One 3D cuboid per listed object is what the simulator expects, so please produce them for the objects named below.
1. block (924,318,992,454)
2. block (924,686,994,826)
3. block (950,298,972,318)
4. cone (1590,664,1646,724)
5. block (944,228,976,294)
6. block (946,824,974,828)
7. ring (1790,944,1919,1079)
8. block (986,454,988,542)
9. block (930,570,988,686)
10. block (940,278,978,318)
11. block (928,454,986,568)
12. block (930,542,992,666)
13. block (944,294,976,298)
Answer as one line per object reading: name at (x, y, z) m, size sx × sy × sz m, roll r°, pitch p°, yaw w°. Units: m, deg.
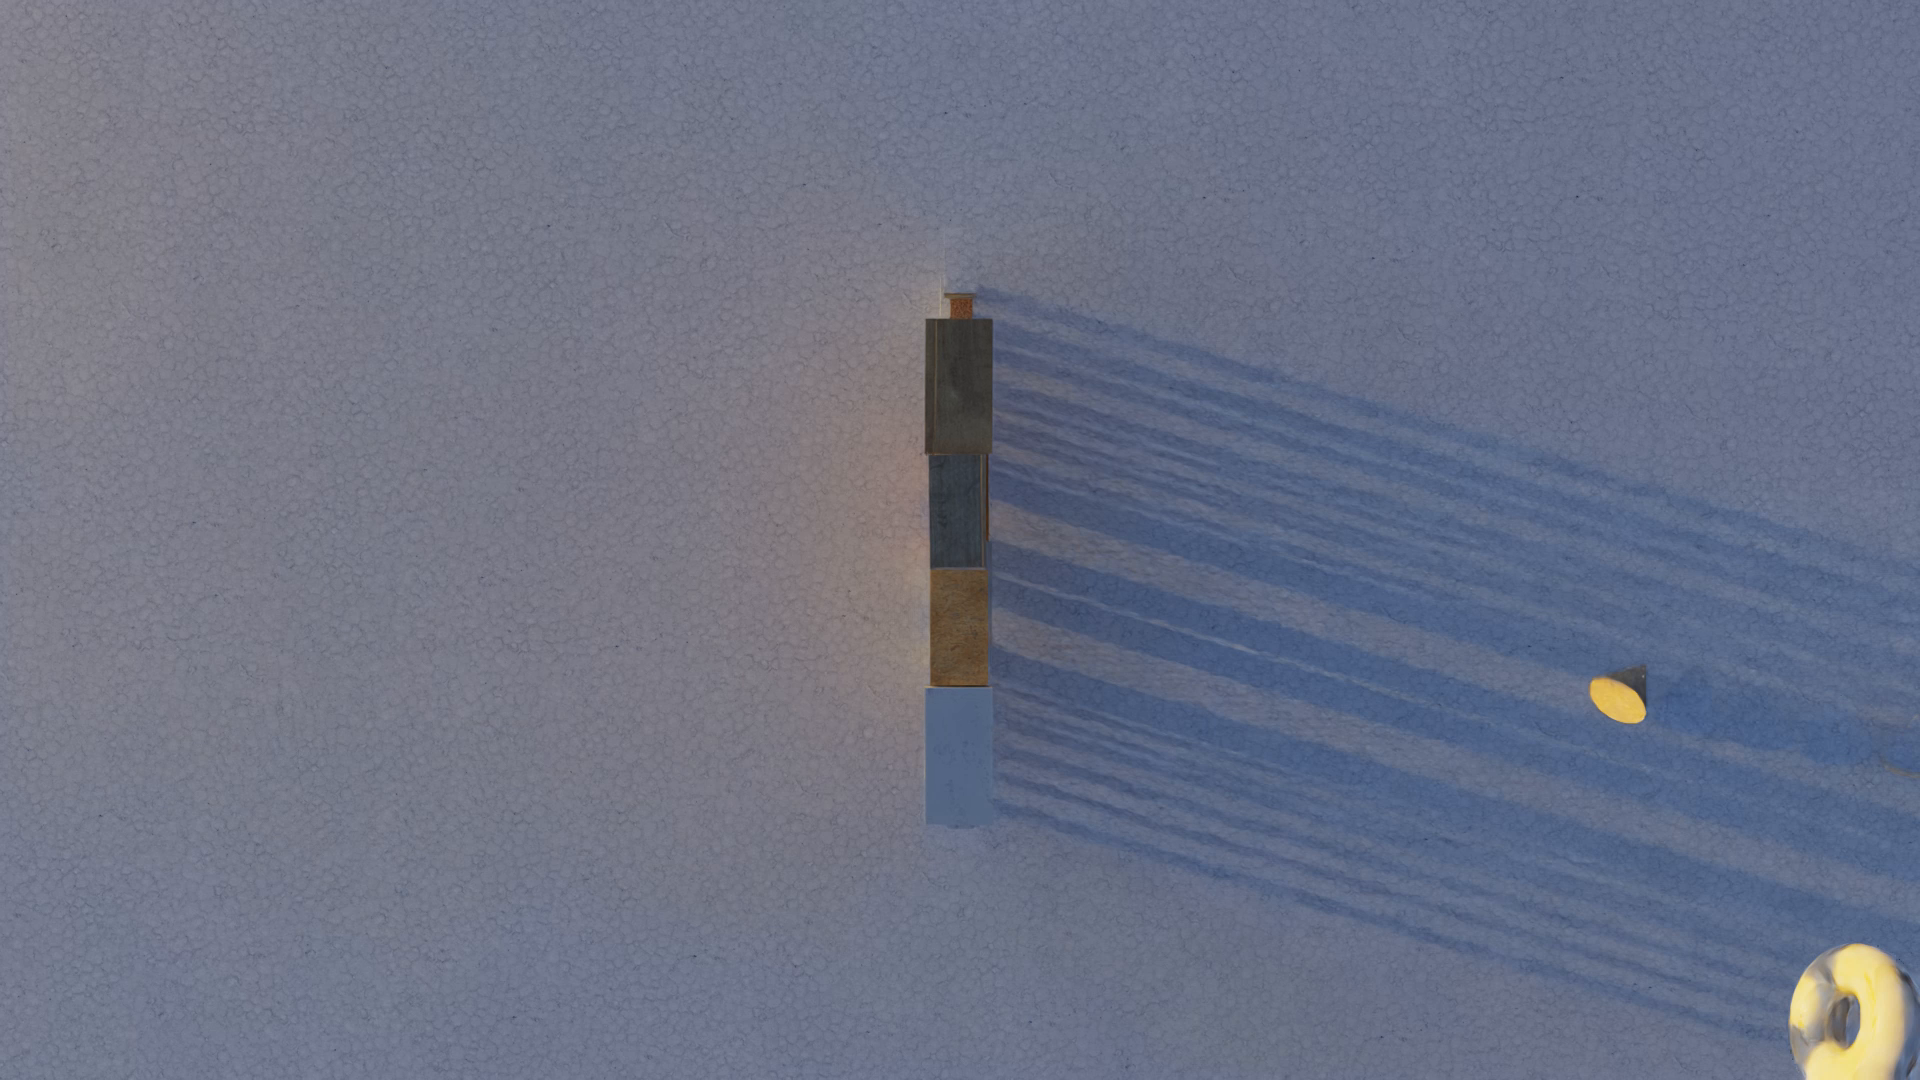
block at (-0.003, -0.391, 4.203) m, size 0.171 × 0.048 × 0.341 m, roll 0°, pitch 90°, yaw 0°
block at (-0.003, 0.537, 4.114) m, size 0.170 × 0.048 × 0.340 m, roll 0°, pitch 90°, yaw 0°
block at (0.004, -0.625, 4.710) m, size 0.063 × 0.018 × 0.125 m, roll 0°, pitch 90°, yaw 0°
cone at (2.223, 0.471, 5.456) m, size 0.192 × 0.192 × 0.192 m, roll -41°, pitch 90°, yaw -26°
block at (0.001, -0.785, 4.647) m, size 0.092 × 0.026 × 0.184 m, roll 0°, pitch 90°, yaw 0°
block at (0.002, 0.795, 5.022) m, size 0.082 × 0.023 × 0.165 m, roll 0°, pitch 90°, yaw 0°
ring at (2.229, 1.206, 4.114) m, size 0.132 × 0.395 × 0.395 m, roll 15°, pitch 90°, yaw -7°
block at (0.002, -0.099, 5.127) m, size 0.174 × 0.049 × 0.348 m, roll 0°, pitch 90°, yaw 0°
block at (-0.001, 0.219, 4.127) m, size 0.144 × 0.041 × 0.287 m, roll 0°, pitch 90°, yaw 0°
block at (-0.003, -0.661, 4.860) m, size 0.109 × 0.031 × 0.219 m, roll 0°, pitch 90°, yaw 0°
block at (-0.006, -0.072, 4.133) m, size 0.141 × 0.040 × 0.282 m, roll -1°, pitch 90°, yaw 0°
block at (0.002, 0.172, 4.458) m, size 0.168 × 0.048 × 0.337 m, roll 0°, pitch 90°, yaw 0°
block at (0.001, -0.724, 4.752) m, size 0.092 × 0.185 × 0.026 m, roll 0°, pitch 90°, yaw 0°
